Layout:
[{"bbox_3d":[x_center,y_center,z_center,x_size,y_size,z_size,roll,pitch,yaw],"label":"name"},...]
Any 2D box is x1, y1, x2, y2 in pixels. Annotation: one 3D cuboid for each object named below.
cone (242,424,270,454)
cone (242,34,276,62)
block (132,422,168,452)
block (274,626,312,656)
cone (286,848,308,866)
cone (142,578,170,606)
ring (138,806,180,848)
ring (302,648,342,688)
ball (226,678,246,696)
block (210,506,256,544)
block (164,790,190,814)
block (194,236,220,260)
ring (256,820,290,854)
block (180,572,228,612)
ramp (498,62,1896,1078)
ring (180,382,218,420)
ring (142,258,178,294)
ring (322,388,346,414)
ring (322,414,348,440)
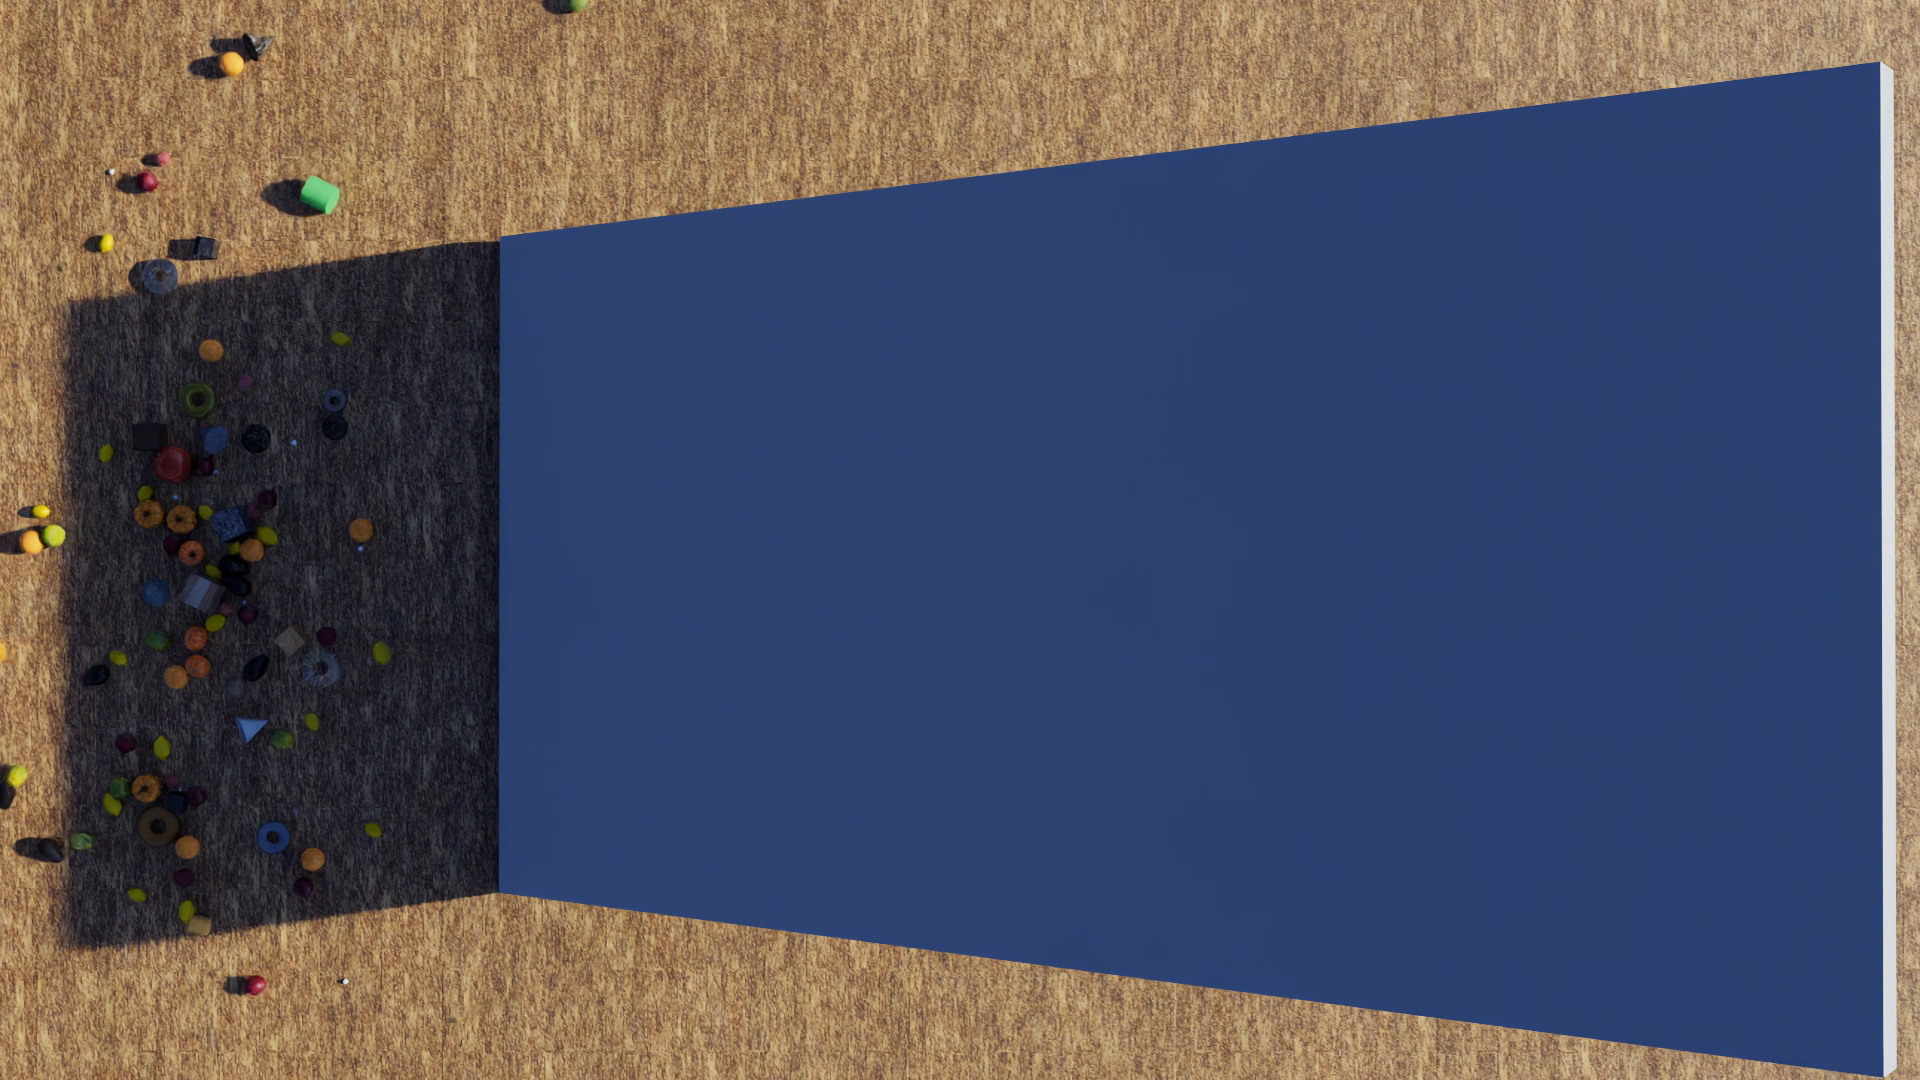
[{"bbox_3d":[-2.172,-0.314,6.740,0.091,0.091,0.091,0,90,0],"label":"cone"},{"bbox_3d":[-2.147,-1.535,6.775,0.090,0.090,0.090,-33,90,-27],"label":"cone"},{"bbox_3d":[-2.484,-0.315,6.746,0.080,0.080,0.080,-3,90,0],"label":"block"},{"bbox_3d":[-2.046,0.310,6.747,0.068,0.068,0.068,-41,90,0],"label":"block"},{"bbox_3d":[-2.030,0.985,6.763,0.058,0.058,0.058,33,90,-35],"label":"cone"},{"bbox_3d":[-2.480,0.161,6.739,0.087,0.087,0.087,0,90,0],"label":"cone"},{"bbox_3d":[-2.463,0.879,6.756,0.130,0.043,0.130,0,90,-1],"label":"ring"},{"bbox_3d":[-1.963,0.394,6.760,0.123,0.041,0.123,0,89,-1],"label":"ring"},{"bbox_3d":[-2.223,0.453,6.752,0.056,0.056,0.056,0,90,0],"label":"ball"},{"bbox_3d":[-2.229,-0.048,6.740,0.088,0.088,0.088,-24,90,0],"label":"block"},{"bbox_3d":[-2.402,0.805,6.751,0.052,0.052,0.052,19,90,0],"label":"block"},{"bbox_3d":[-2.316,-0.899,6.762,0.056,0.056,0.056,10,90,0],"label":"block"},{"bbox_3d":[-2.110,0.914,6.760,0.103,0.034,0.103,0,90,-1],"label":"ring"},{"bbox_3d":[-2.316,0.161,6.737,0.091,0.091,0.091,25,90,0],"label":"block"},{"bbox_3d":[0.235,0.066,5.555,4.000,0.100,2.000,0,89,36],"label":"ramp"},{"bbox_3d":[-2.344,-0.430,6.768,0.117,0.039,0.117,0,91,1],"label":"ring"},{"bbox_3d":[-2.462,-0.812,6.771,0.111,0.037,0.111,0,90,1],"label":"ring"},{"bbox_3d":[-1.927,-0.428,6.774,0.075,0.025,0.075,0,91,0],"label":"ring"},{"bbox_3d":[-1.926,-0.346,6.773,0.079,0.026,0.079,0,90,-1],"label":"ring"}]
